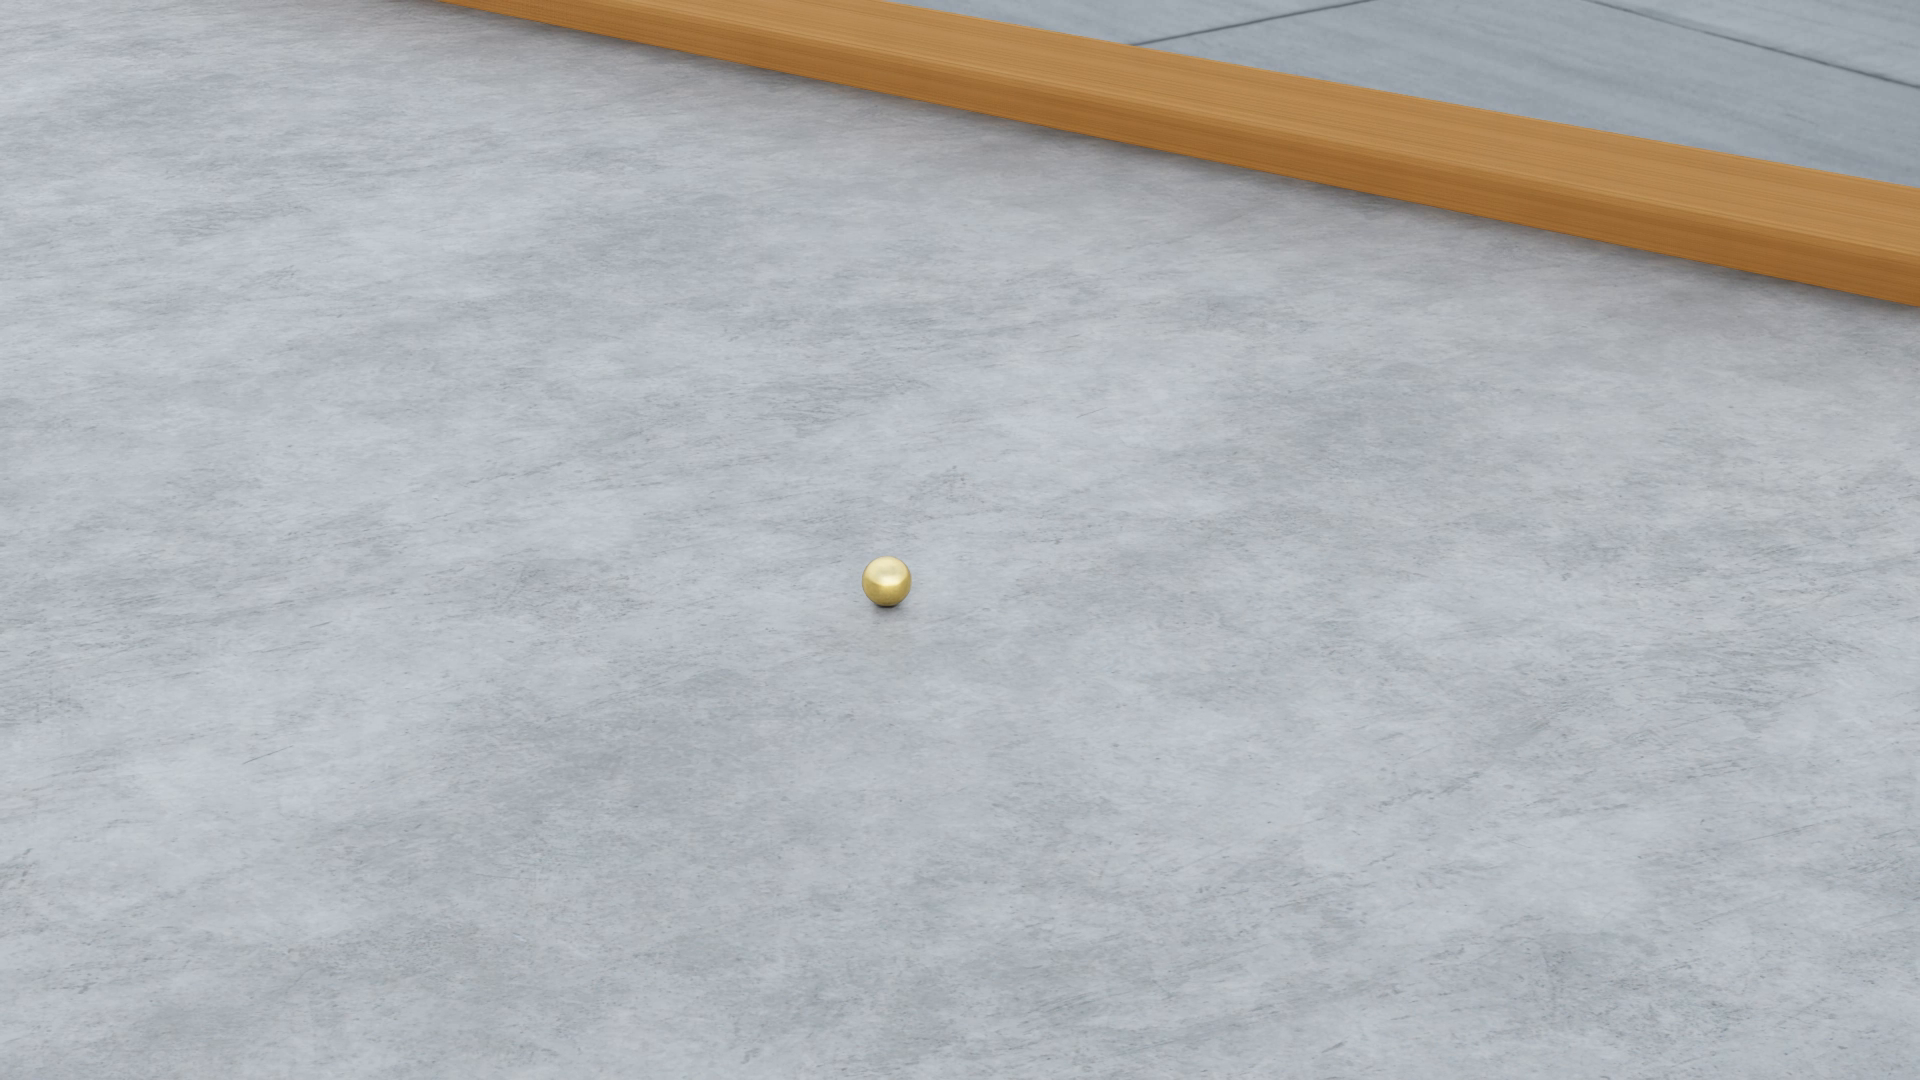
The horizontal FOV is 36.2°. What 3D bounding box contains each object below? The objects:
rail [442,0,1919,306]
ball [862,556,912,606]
[{"bbox_3d":[-0.037,-0.657,4.039,4.456,0.129,0.045,18,28,37],"label":"rail"},{"bbox_3d":[-0.061,0.034,2.461,0.042,0.042,0.042,0,22,0],"label":"ball"}]
